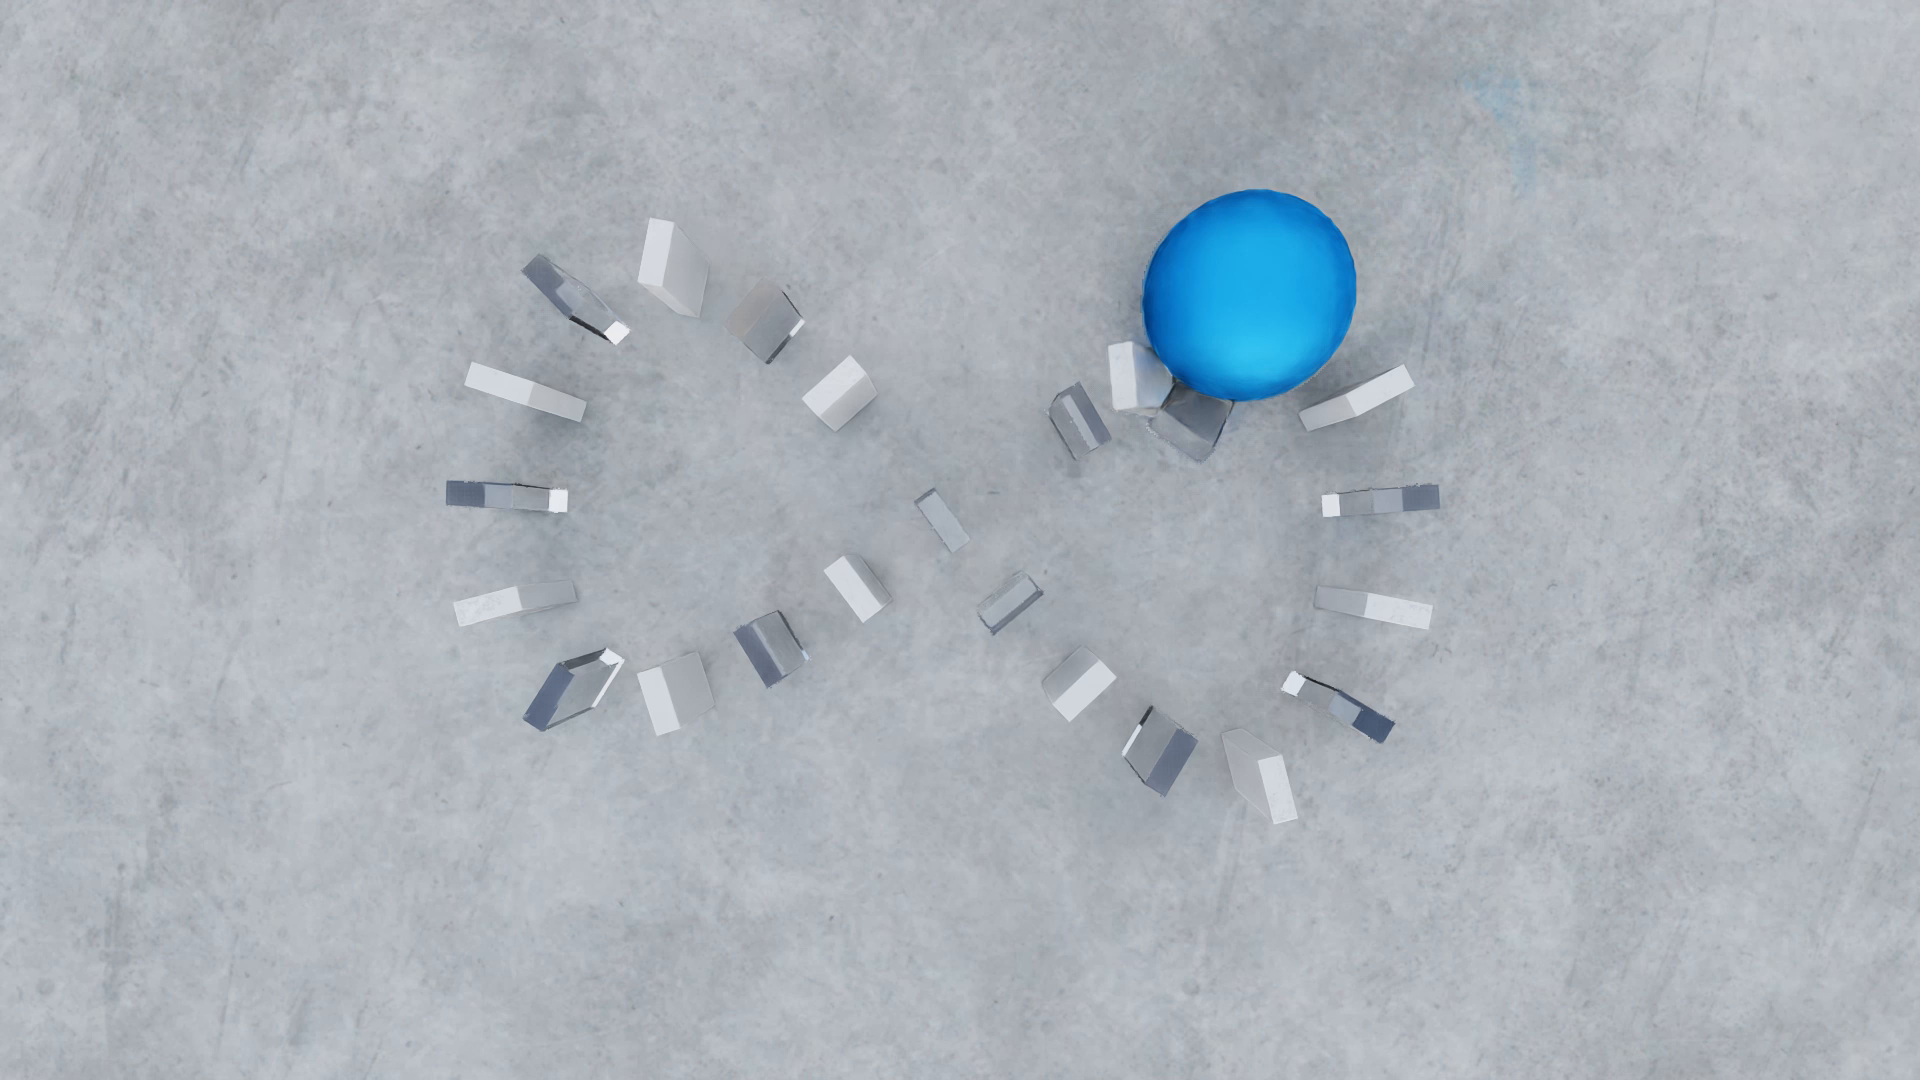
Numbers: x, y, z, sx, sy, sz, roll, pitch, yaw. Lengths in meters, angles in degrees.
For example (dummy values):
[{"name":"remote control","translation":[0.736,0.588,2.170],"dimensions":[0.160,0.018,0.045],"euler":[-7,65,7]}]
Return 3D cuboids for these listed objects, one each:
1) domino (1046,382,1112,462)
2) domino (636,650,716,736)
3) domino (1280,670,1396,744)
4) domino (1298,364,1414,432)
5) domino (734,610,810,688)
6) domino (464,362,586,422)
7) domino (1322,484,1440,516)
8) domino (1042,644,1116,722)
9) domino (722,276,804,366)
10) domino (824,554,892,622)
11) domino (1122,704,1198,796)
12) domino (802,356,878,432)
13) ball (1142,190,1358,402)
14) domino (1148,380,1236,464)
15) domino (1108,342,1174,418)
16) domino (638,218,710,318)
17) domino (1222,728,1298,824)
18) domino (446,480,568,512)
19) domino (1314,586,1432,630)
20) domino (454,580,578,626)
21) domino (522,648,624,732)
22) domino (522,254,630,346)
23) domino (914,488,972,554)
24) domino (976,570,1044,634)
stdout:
[{"name":"domino","translation":[0.048,-0.047,0.375],"dimensions":[0.009,0.050,0.025],"euler":[-30,90,0]},{"name":"domino","translation":[-0.115,0.062,0.375],"dimensions":[0.009,0.050,0.025],"euler":[-18,90,0]},{"name":"domino","translation":[0.153,0.068,0.375],"dimensions":[0.025,0.050,0.010],"euler":[31,90,0]},{"name":"domino","translation":[0.161,-0.057,0.375],"dimensions":[0.025,0.050,0.010],"euler":[-28,90,0]},{"name":"domino","translation":[-0.076,0.044,0.375],"dimensions":[0.009,0.050,0.025],"euler":[-31,90,0]},{"name":"domino","translation":[-0.176,-0.060,0.375],"dimensions":[0.025,0.050,0.010],"euler":[18,90,0]},{"name":"domino","translation":[0.171,-0.016,0.375],"dimensions":[0.025,0.050,0.009],"euler":[-4,90,0]},{"name":"domino","translation":[0.048,0.058,0.375],"dimensions":[0.025,0.050,0.010],"euler":[-43,90,0]},{"name":"domino","translation":[-0.079,-0.089,0.375],"dimensions":[0.010,0.050,0.025],"euler":[40,90,0]},{"name":"domino","translation":[-0.041,0.019,0.375],"dimensions":[0.009,0.050,0.025],"euler":[-37,90,0]},{"name":"domino","translation":[0.081,0.085,0.375],"dimensions":[0.009,0.050,0.025],"euler":[31,90,0]},{"name":"domino","translation":[-0.048,-0.059,0.375],"dimensions":[0.025,0.050,0.010],"euler":[-42,90,0]},{"name":"ball","translation":[0.113,-0.095,0.360],"dimensions":[0.080,0.080,0.080],"euler":[0,90,0]},{"name":"domino","translation":[0.097,-0.053,0.377],"dimensions":[0.025,0.050,0.010],"euler":[36,130,3]},{"name":"domino","translation":[0.075,-0.065,0.376],"dimensions":[0.009,0.050,0.025],"euler":[-5,91,30]},{"name":"domino","translation":[-0.116,-0.110,0.375],"dimensions":[0.009,0.050,0.025],"euler":[11,90,0]},{"name":"domino","translation":[0.122,0.095,0.375],"dimensions":[0.009,0.050,0.025],"euler":[-14,90,0]},{"name":"domino","translation":[-0.184,-0.017,0.375],"dimensions":[0.025,0.050,0.010],"euler":[3,90,0]},{"name":"domino","translation":[0.168,0.027,0.375],"dimensions":[0.025,0.050,0.009],"euler":[11,90,0]},{"name":"domino","translation":[-0.180,0.025,0.375],"dimensions":[0.025,0.050,0.009],"euler":[-15,90,0]},{"name":"domino","translation":[-0.157,0.060,0.375],"dimensions":[0.009,0.050,0.025],"euler":[32,90,0]},{"name":"domino","translation":[-0.156,-0.097,0.375],"dimensions":[0.009,0.050,0.025],"euler":[-44,90,0]},{"name":"domino","translation":[-0.007,-0.007,0.375],"dimensions":[0.009,0.050,0.025],"euler":[-36,90,0]},{"name":"domino","translation":[0.020,0.025,0.375],"dimensions":[0.025,0.050,0.010],"euler":[-40,90,0]}]
